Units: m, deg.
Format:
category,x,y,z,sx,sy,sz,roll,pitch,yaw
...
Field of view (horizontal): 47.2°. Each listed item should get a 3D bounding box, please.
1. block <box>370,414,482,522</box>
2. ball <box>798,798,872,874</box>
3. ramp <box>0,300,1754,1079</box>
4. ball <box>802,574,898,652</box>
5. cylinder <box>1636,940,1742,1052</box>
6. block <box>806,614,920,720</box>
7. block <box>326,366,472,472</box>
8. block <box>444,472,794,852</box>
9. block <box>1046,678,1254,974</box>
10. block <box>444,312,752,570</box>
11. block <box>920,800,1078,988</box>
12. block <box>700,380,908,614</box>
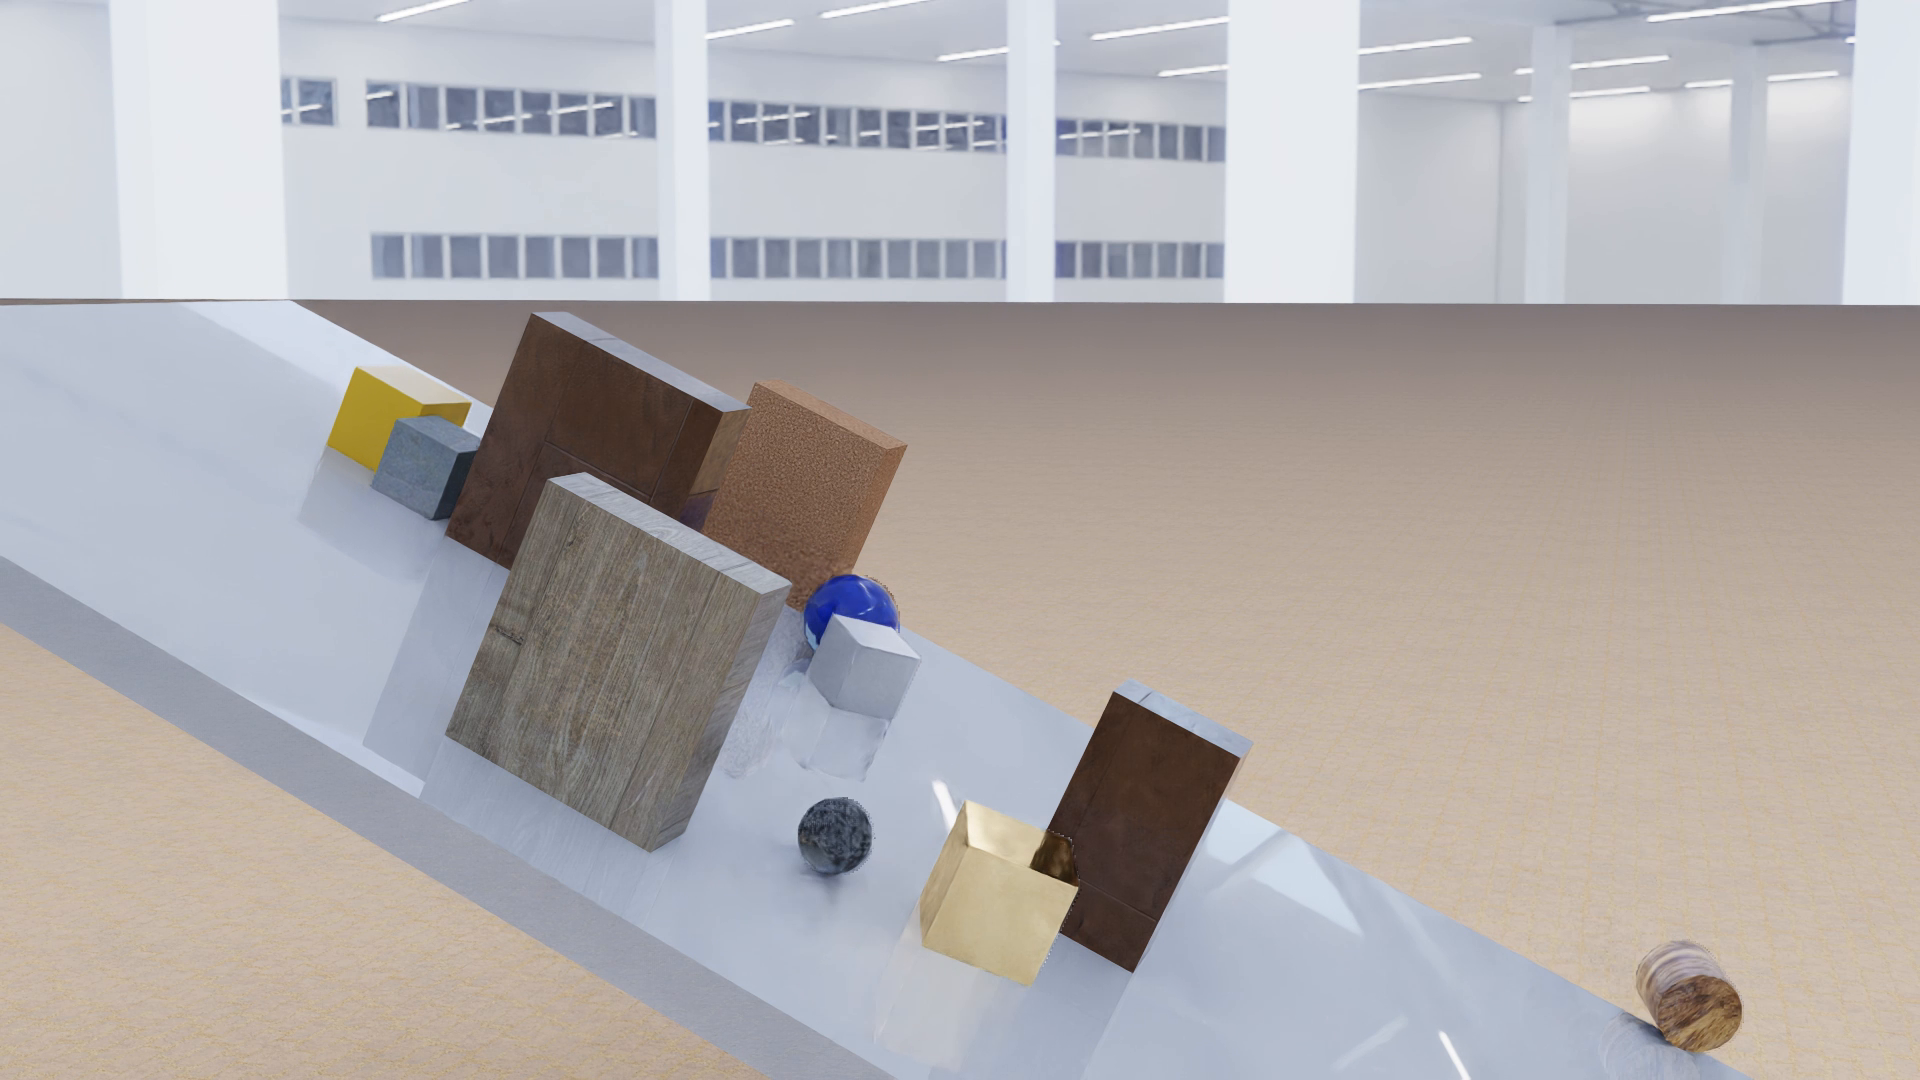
category,x,y,z,sx,sy,sz,roll,pitch,yaw
block,-1.080,-0.149,4.519,0.155,0.155,0.155,28,14,13
ball,-0.207,0.491,3.647,0.126,0.126,0.126,0,7,0
ramp,-0.266,0.455,4.172,4.000,0.100,2.000,27,14,12
ball,-0.232,0.174,4.657,0.201,0.201,0.201,0,7,0
cylinder,1.571,0.984,4.747,0.177,0.177,0.177,0,13,2
block,-0.200,0.260,4.502,0.146,0.146,0.146,16,16,-33
block,-1.186,-0.248,4.655,0.181,0.181,0.181,28,14,16
block,-0.544,0.190,3.491,0.394,0.460,0.129,27,14,12
block,0.300,0.497,3.846,0.244,0.432,0.133,27,14,12
block,-0.721,-0.136,4.371,0.444,0.489,0.146,27,14,12
block,0.062,0.581,3.627,0.192,0.192,0.192,23,13,-8
block,-0.371,-0.097,4.975,0.340,0.422,0.149,27,14,12
